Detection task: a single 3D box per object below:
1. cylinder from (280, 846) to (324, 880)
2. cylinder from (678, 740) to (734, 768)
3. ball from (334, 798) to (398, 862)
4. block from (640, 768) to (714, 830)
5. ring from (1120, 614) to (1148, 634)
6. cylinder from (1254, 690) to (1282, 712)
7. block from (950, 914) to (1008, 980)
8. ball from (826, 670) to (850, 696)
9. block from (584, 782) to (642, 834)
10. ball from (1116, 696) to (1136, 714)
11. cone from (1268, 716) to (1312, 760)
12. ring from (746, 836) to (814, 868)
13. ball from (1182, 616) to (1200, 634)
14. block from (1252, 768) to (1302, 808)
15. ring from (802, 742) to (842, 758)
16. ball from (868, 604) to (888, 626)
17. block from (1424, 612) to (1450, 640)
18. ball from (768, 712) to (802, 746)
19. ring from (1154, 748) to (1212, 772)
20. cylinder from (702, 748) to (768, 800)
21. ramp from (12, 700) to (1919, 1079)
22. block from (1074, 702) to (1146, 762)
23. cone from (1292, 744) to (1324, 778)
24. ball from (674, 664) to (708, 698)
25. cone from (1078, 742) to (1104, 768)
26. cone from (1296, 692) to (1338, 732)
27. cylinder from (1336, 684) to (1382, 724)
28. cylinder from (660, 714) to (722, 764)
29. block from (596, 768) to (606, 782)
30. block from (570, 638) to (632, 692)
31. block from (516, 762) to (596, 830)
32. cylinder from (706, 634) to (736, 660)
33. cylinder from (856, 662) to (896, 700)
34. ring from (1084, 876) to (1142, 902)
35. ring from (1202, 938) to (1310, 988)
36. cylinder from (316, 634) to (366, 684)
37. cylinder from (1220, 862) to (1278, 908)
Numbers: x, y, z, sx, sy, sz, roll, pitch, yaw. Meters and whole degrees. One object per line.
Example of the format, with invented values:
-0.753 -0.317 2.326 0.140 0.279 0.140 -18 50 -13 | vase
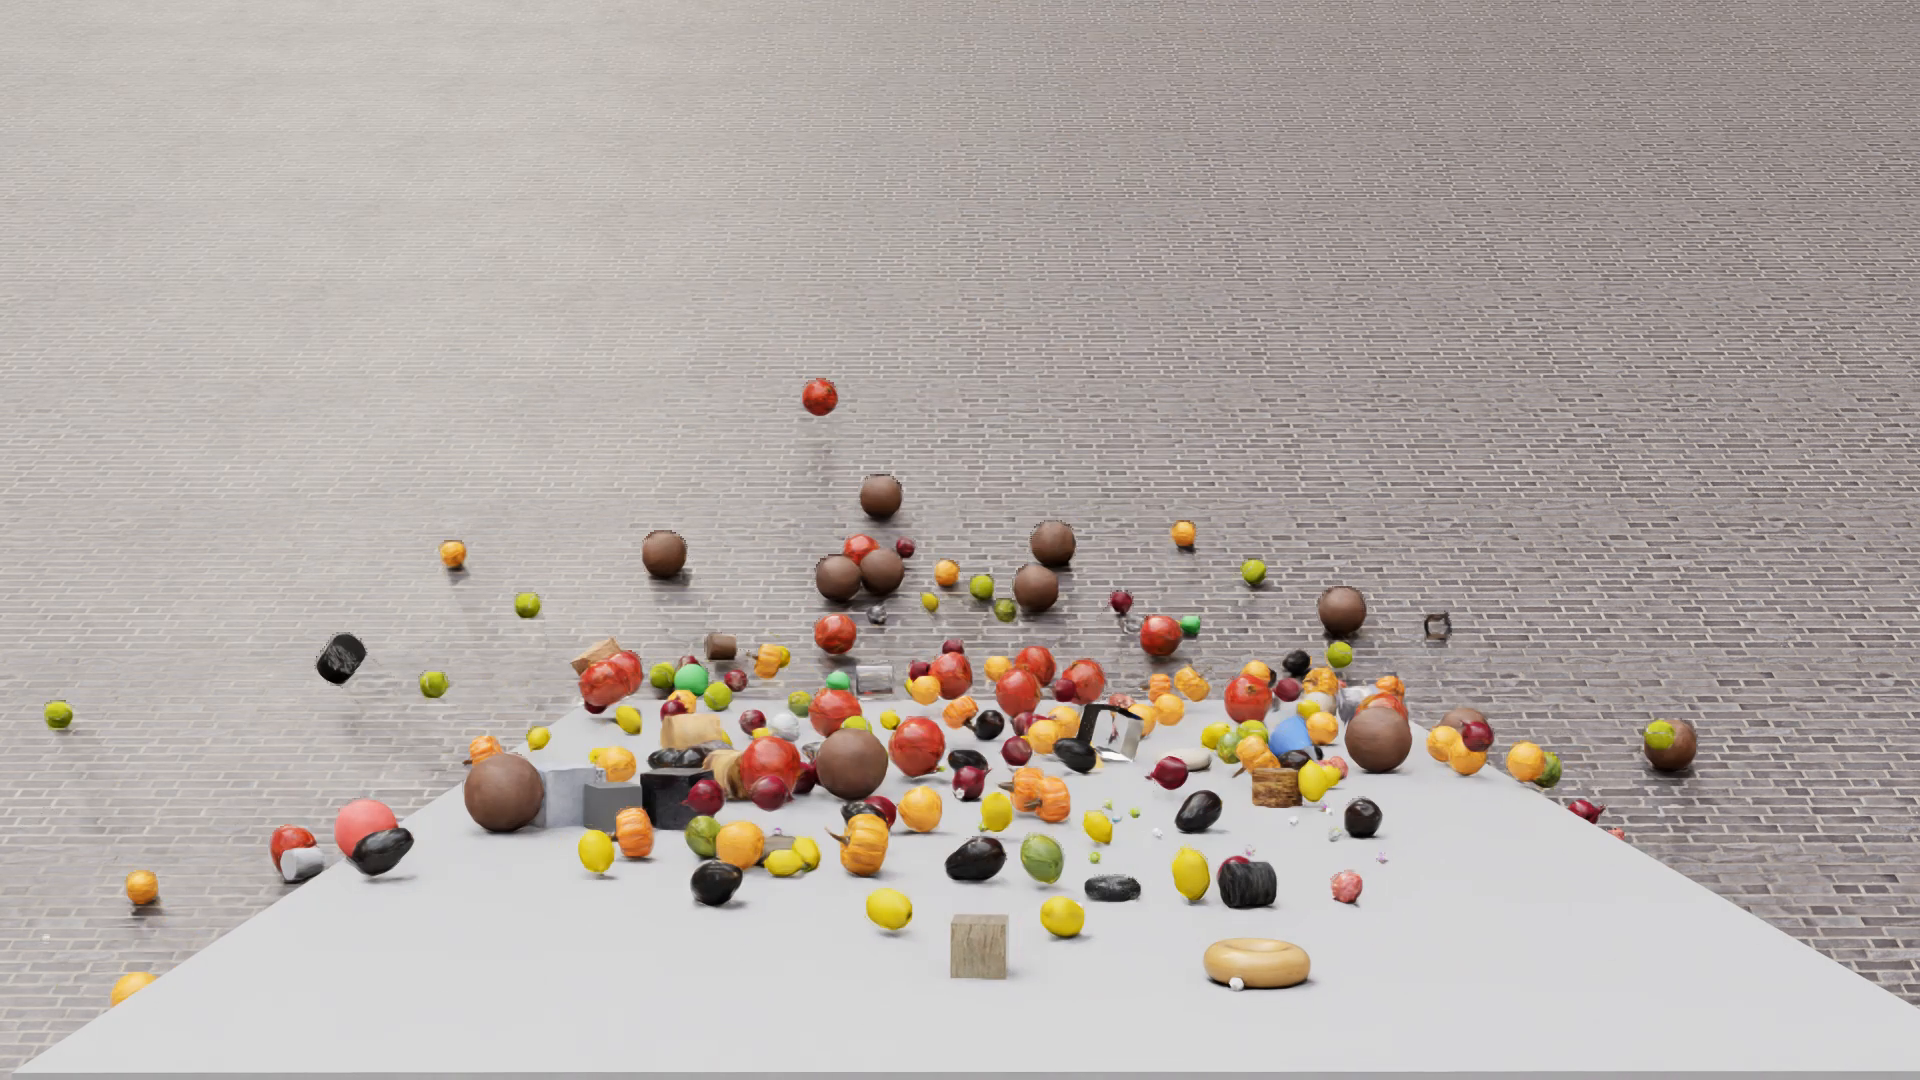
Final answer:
-1.126 0.554 4.414 0.053 0.053 0.053 0 18 -45 | cylinder
-0.465 0.418 4.766 0.087 0.087 0.087 8 4 17 | cylinder
-0.902 0.440 3.914 0.095 0.095 0.095 0 25 0 | ball
-0.470 0.431 4.293 0.091 0.091 0.091 1 2 22 | block
0.480 0.233 7.112 0.082 0.027 0.082 3 27 -2 | ring
0.746 0.391 6.257 0.050 0.050 0.050 1 23 30 | cylinder
0.024 0.480 3.049 0.065 0.065 0.065 0 2 4 | block
-0.320 0.375 6.766 0.063 0.063 0.063 0 25 0 | ball
-0.573 0.440 4.253 0.073 0.073 0.073 -1 2 -28 | block
0.393 0.396 6.101 0.051 0.051 0.051 0 25 0 | ball
0.694 0.425 5.228 0.098 0.098 0.098 -15 36 -29 | cone
-0.272 0.471 3.888 0.106 0.035 0.106 0 3 0 | ring
0.634 0.233 7.082 0.054 0.054 0.054 0 25 0 | ball
0.559 0.437 4.545 0.062 0.062 0.062 -1 2 -34 | block
-0.283 0.433 5.288 0.083 0.028 0.083 1 1 0 | ring
-0.229 0.208 7.133 0.056 0.056 0.056 0 25 0 | ball
1.309 0.236 7.064 0.053 0.053 0.053 -3 22 27 | block
-0.363 0.391 5.340 0.068 0.068 0.068 0 25 0 | ball
0.439 0.434 5.080 0.113 0.038 0.113 -1 1 0 | ring
-0.406 0.422 4.638 0.087 0.087 0.087 -22 15 -39 | cylinder
0.057 0.518 4.557 2.000 0.100 4.000 0 2 0 | ramp
0.304 0.390 5.230 0.088 0.088 0.088 2 -21 46 | block
0.682 0.441 4.949 0.067 0.067 0.067 -10 40 -20 | cone
-0.691 0.363 6.638 0.089 0.089 0.089 0 25 0 | ball
0.261 0.426 5.115 0.051 0.051 0.051 0 2 0 | cone
0.815 0.408 5.834 0.095 0.095 0.095 -1 28 -2 | cone
0.914 0.375 5.901 0.079 0.079 0.079 -8 26 -12 | cylinder
-0.538 0.399 5.170 0.098 0.098 0.098 -1 24 -24 | cylinder
-0.664 0.439 4.624 0.055 0.055 0.055 0 2 -10 | block
-0.912 0.318 6.553 0.092 0.092 0.092 -38 12 -34 | block
-0.678 0.427 4.319 0.096 0.096 0.096 -2 2 -42 | block
-0.641 0.288 6.908 0.067 0.067 0.067 4 22 -20 | cylinder
-0.215 0.359 6.571 0.091 0.091 0.091 -3 25 4 | cylinder
0.212 0.484 3.577 0.080 0.027 0.080 1 2 0 | ring
0.346 0.493 3.007 0.126 0.042 0.126 1 2 0 | ring
-1.609 0.310 6.703 0.093 0.093 0.093 28 35 -21 | cylinder
0.392 0.470 3.511 0.058 0.058 0.058 -1 24 -21 | cylinder
